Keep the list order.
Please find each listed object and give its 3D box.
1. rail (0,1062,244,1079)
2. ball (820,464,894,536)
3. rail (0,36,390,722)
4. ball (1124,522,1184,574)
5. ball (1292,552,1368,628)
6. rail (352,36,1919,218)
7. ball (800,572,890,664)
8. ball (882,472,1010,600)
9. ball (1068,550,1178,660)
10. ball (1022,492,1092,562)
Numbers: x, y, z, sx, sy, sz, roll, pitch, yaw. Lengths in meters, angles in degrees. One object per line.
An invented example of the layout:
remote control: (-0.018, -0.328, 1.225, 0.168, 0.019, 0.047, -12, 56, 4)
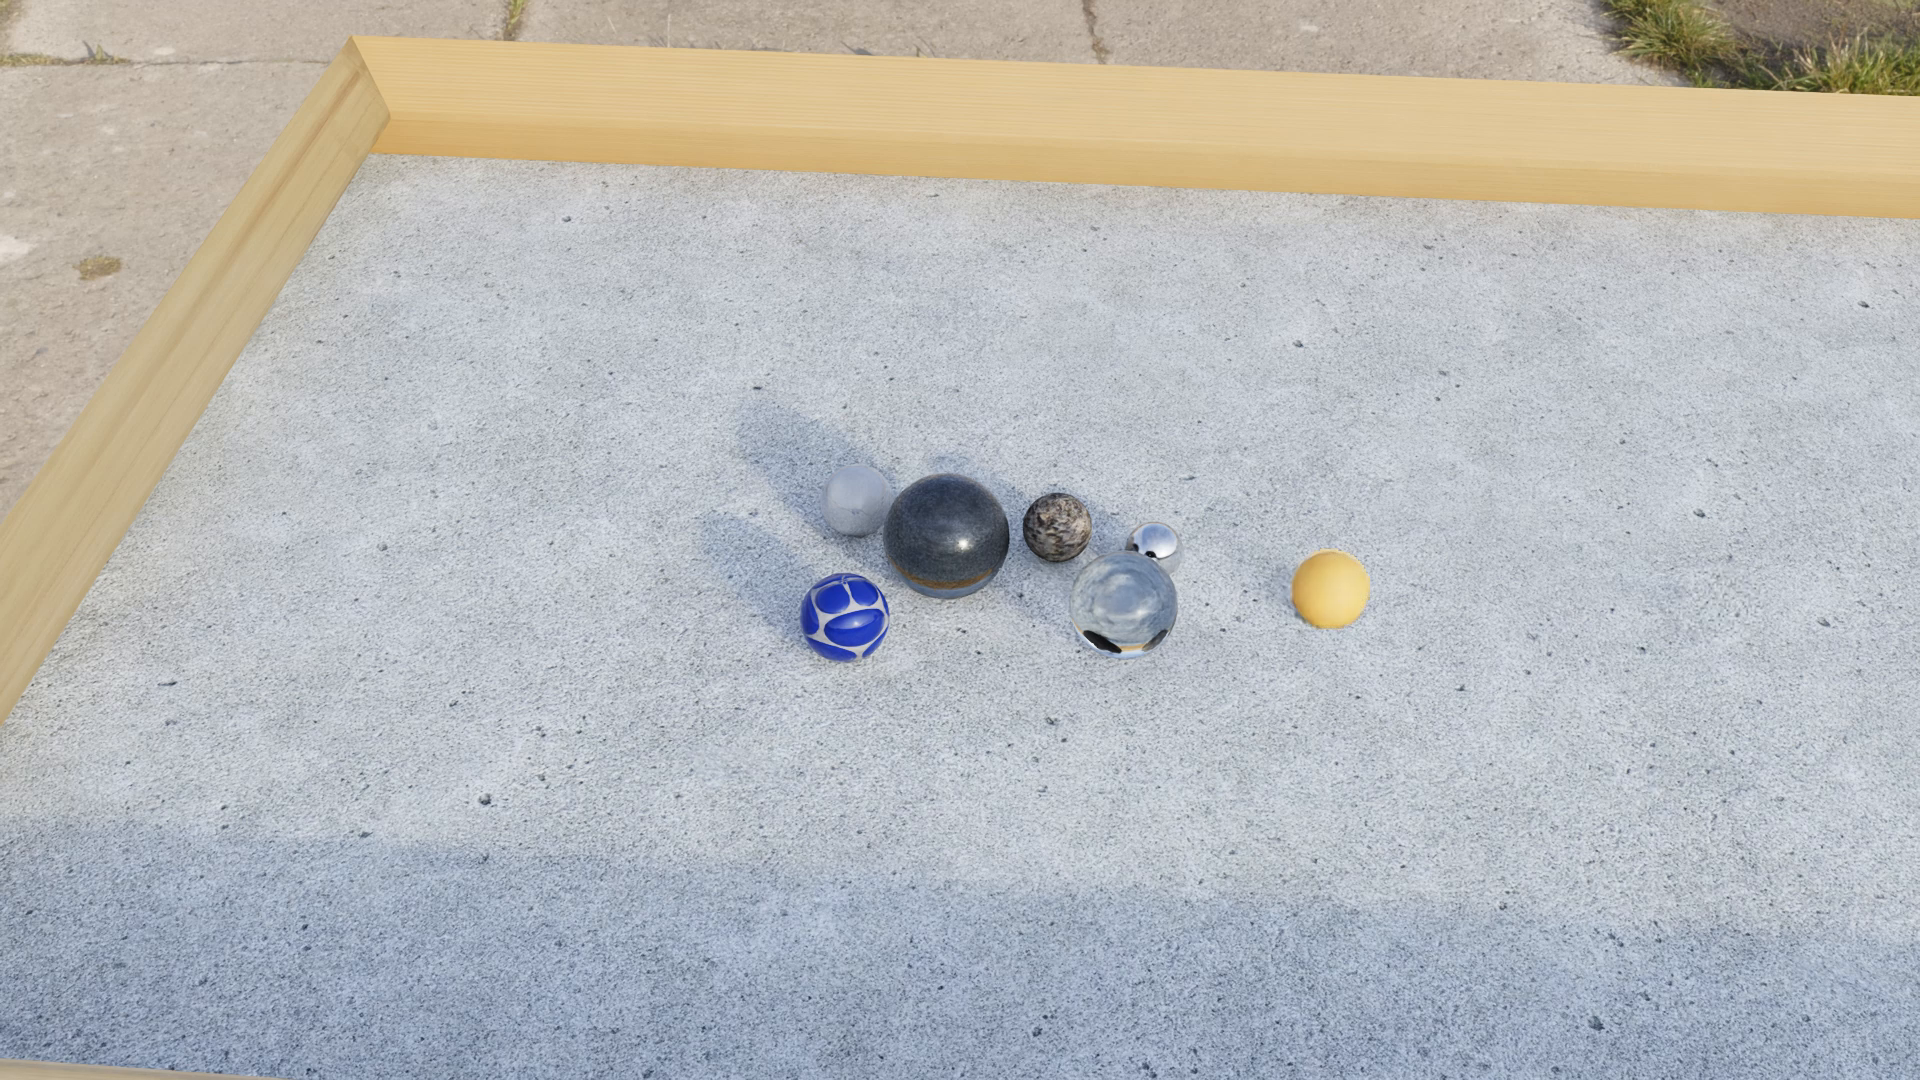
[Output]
rail: (0.604, 0.383, 1.361, 2.674, 0.125, 0.045, 3, 35, 4)
ball: (-0.082, -0.031, 2.023, 0.057, 0.057, 0.057, 0, 35, 0)
rail: (-0.642, -0.059, 2.002, 0.045, 0.125, 1.364, 3, 35, 4)
ball: (0.150, 0.008, 1.977, 0.045, 0.045, 0.045, 0, 35, 0)
ball: (0.277, 0.037, 1.923, 0.057, 0.057, 0.057, 0, 35, 0)
rail: (0.728, -0.361, 2.440, 2.674, 0.125, 0.045, 3, 35, 4)
ball: (-0.085, 0.057, 1.886, 0.067, 0.067, 0.067, 0, 35, 0)
ball: (-0.010, -0.003, 1.947, 0.096, 0.096, 0.096, 0, 35, 0)
ball: (0.120, 0.048, 1.888, 0.081, 0.081, 0.081, 0, 35, 0)
ball: (0.076, -0.010, 1.994, 0.054, 0.054, 0.054, 0, 35, 0)
